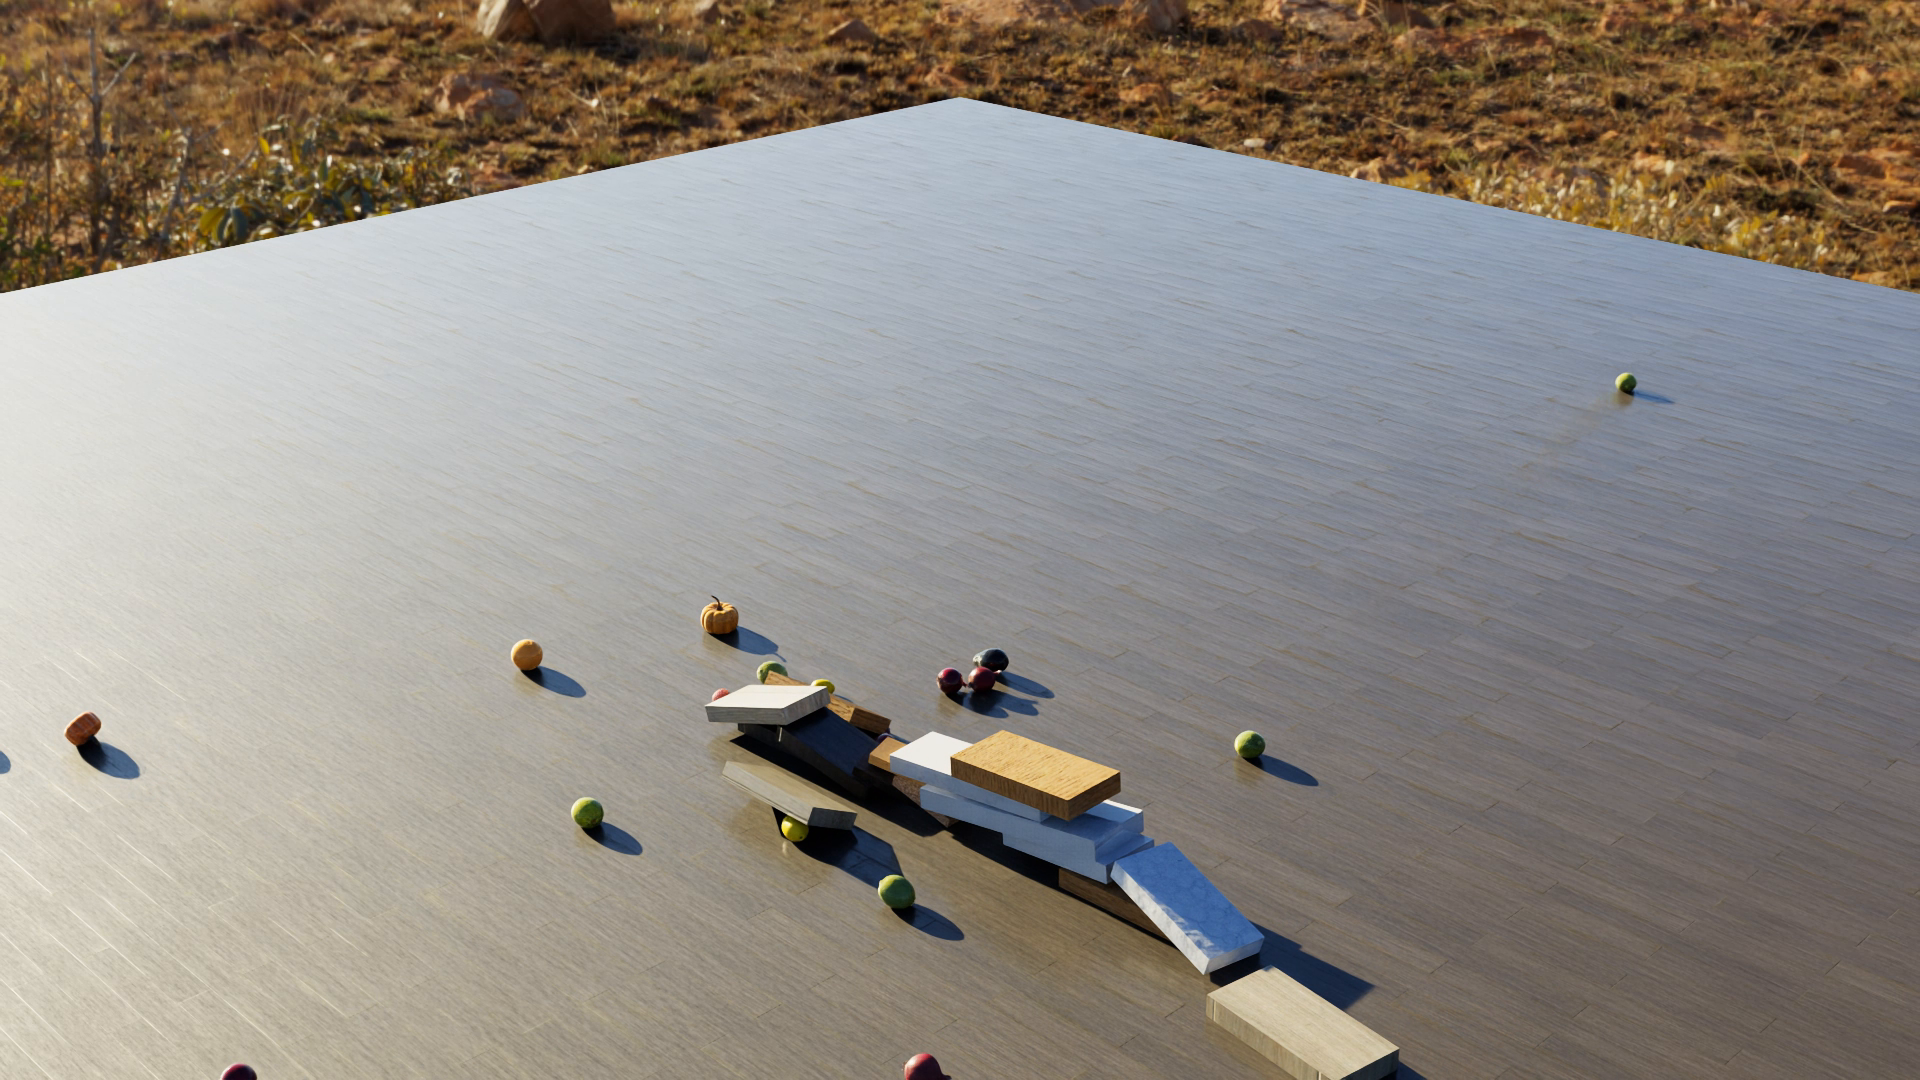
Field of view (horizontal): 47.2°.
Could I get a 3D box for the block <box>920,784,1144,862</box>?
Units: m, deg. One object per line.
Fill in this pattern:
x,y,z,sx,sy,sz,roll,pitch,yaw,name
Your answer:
0.136,0.527,4.305,0.441,0.043,0.153,11,24,40,block

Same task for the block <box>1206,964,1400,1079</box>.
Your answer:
0.579,0.835,3.737,0.153,0.043,0.305,-16,28,-33,block

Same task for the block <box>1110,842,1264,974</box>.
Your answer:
0.415,0.671,4.030,0.137,0.039,0.274,-13,42,-35,block

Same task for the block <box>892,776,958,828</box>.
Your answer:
-0.054,0.516,4.459,0.155,0.022,0.077,35,38,27,block

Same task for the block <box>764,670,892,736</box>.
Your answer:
-0.290,0.355,4.792,0.264,0.037,0.132,20,-3,38,block

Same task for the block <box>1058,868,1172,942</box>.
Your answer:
0.335,0.661,4.152,0.274,0.039,0.137,21,30,40,block

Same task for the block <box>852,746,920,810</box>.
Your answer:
-0.135,0.487,4.507,0.155,0.022,0.077,27,36,10,block

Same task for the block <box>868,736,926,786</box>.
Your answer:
-0.100,0.457,4.488,0.155,0.022,0.077,22,32,19,block

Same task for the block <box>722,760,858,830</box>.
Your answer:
-0.345,0.514,4.428,0.264,0.037,0.132,21,3,41,block

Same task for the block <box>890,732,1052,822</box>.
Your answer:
0.048,0.466,4.356,0.386,0.037,0.132,14,26,39,block

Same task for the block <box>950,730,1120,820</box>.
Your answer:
0.144,0.453,4.260,0.305,0.043,0.153,16,27,41,block

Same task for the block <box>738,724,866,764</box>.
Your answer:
-0.343,0.413,4.741,0.262,0.037,0.131,20,30,38,block

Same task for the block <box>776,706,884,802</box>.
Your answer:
-0.246,0.443,4.595,0.262,0.037,0.131,31,36,29,block

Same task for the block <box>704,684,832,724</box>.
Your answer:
-0.413,0.353,4.720,0.262,0.037,0.131,-3,15,46,block

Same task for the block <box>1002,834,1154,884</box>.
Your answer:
0.227,0.582,4.245,0.137,0.039,0.274,-21,24,-40,block
